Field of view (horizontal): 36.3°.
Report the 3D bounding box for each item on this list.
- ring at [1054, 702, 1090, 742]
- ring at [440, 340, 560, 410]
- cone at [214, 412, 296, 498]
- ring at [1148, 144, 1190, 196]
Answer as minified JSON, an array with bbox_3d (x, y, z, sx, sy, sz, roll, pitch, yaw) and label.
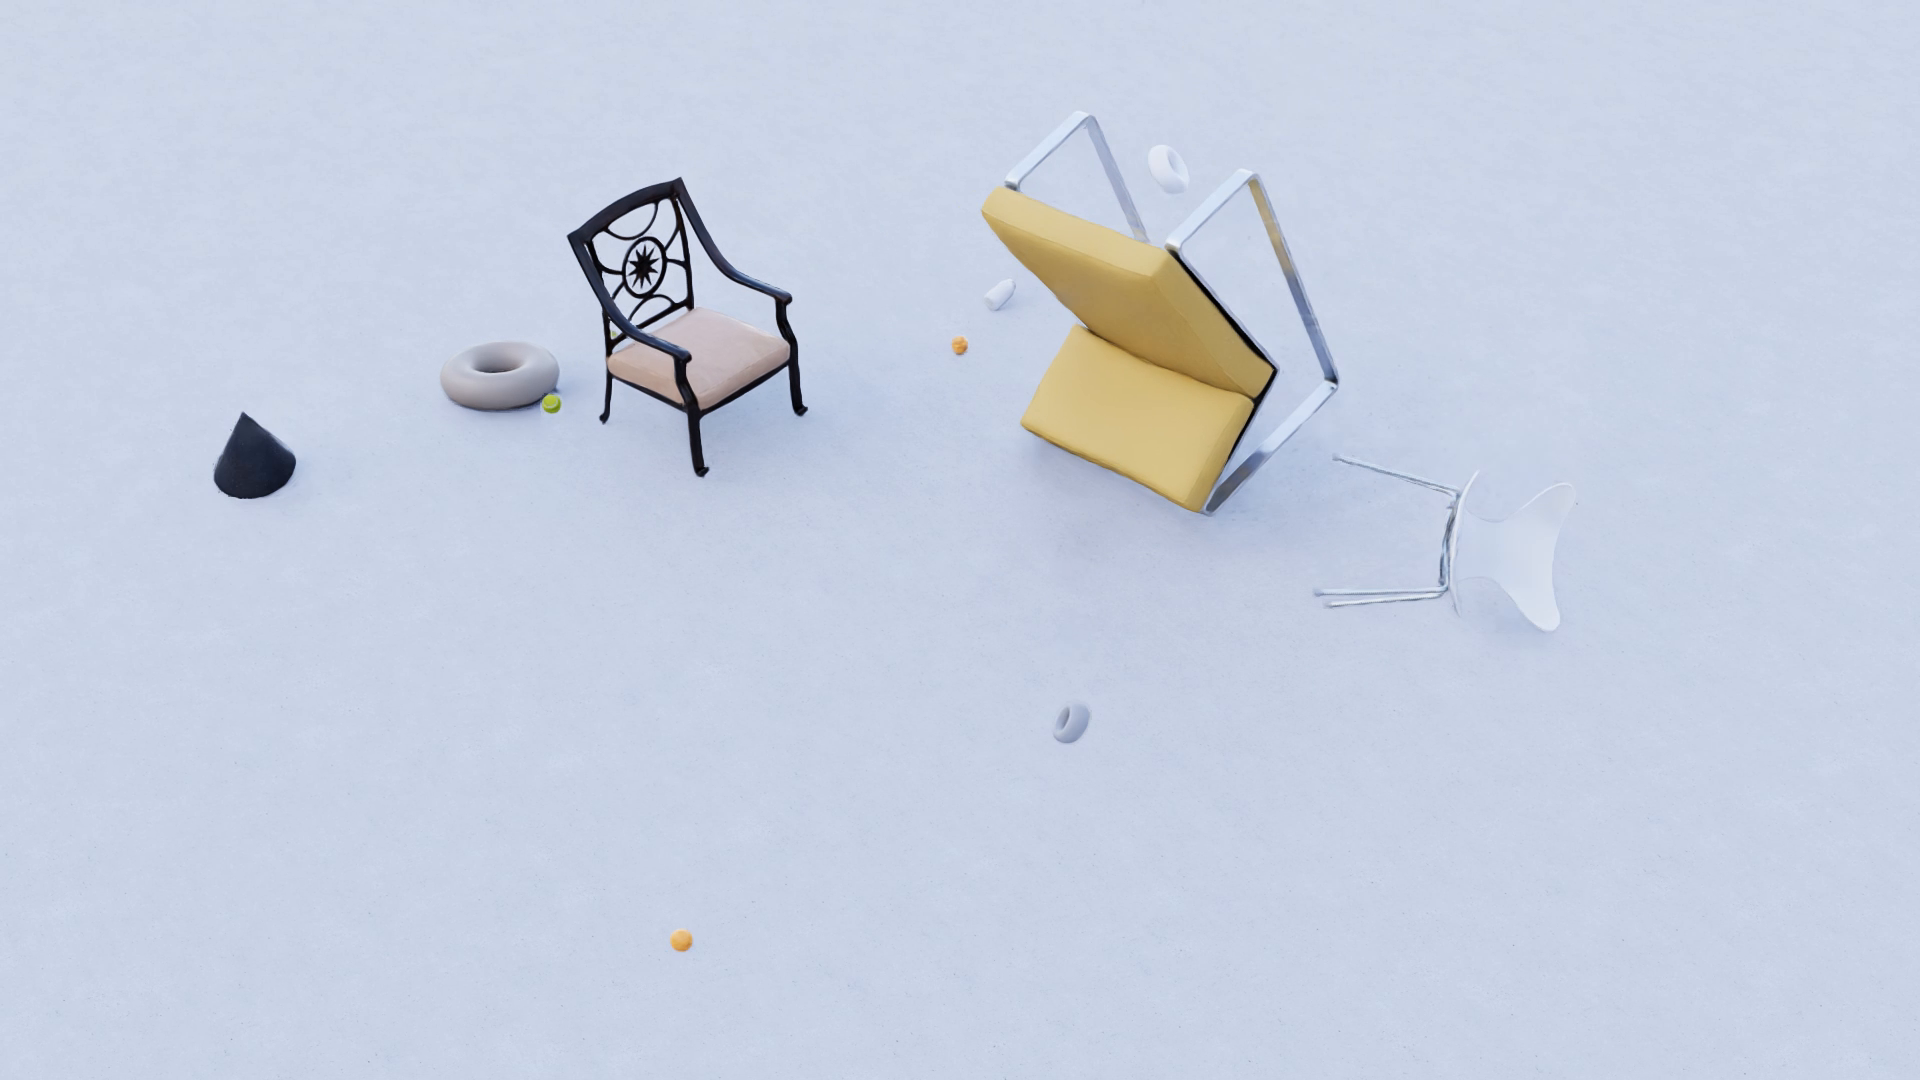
[{"bbox_3d":[0.364,0.596,9.574,0.078,0.150,0.094,19,18,-34],"label":"ring"},{"bbox_3d":[-1.853,-0.666,11.818,0.479,0.154,0.385,-5,35,-6],"label":"ring"},{"bbox_3d":[-2.708,-0.383,11.160,0.303,0.323,0.326,23,53,16],"label":"cone"},{"bbox_3d":[0.888,-1.575,12.486,0.090,0.231,0.253,-27,-9,27],"label":"ring"}]
